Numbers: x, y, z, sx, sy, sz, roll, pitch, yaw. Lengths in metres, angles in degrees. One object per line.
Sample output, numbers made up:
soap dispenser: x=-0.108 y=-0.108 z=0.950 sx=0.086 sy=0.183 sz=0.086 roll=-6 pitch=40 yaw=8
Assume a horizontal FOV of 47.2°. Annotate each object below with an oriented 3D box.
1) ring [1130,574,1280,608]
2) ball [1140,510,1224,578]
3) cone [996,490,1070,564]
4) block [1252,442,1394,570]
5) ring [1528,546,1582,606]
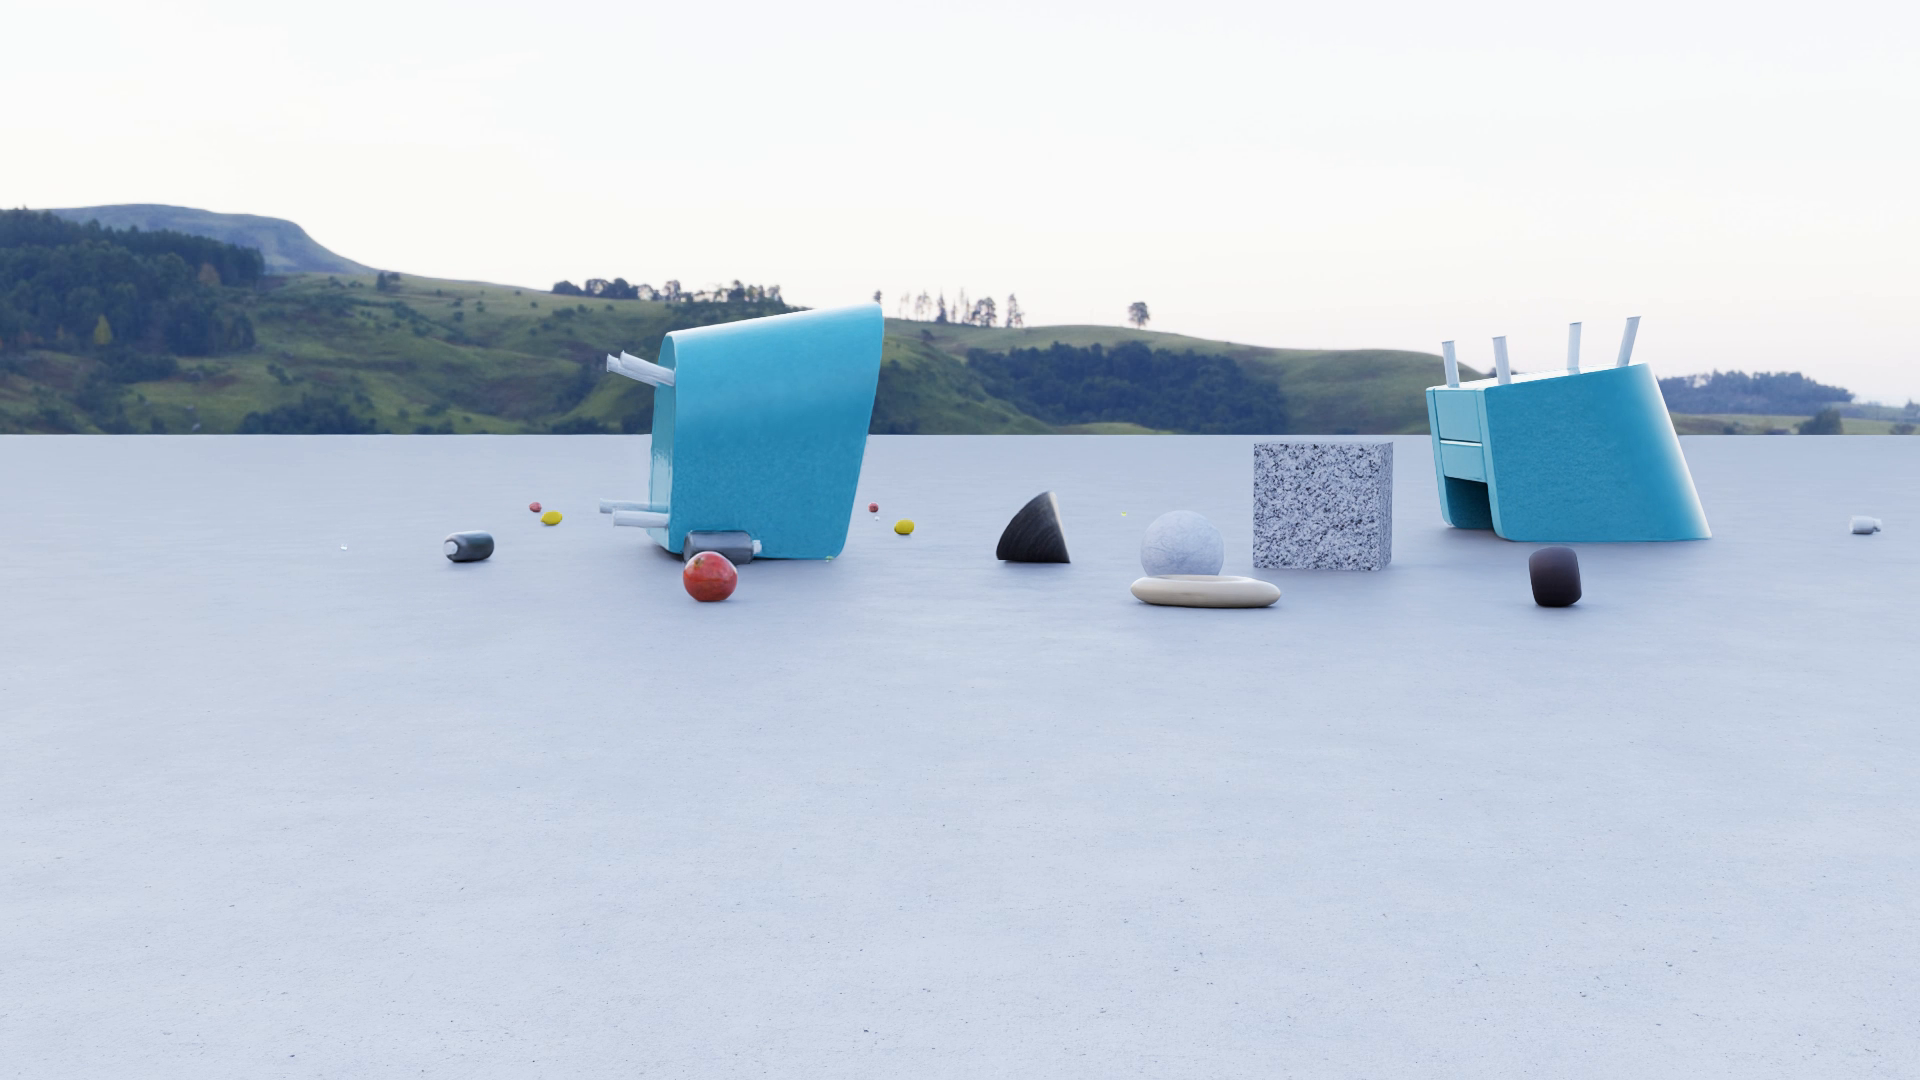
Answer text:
ring: x=0.511 y=0.107 z=4.585 sx=0.322 sy=0.056 sz=0.181 roll=2 pitch=6 yaw=23
ball: x=0.486 y=0.027 z=4.809 sx=0.185 sy=0.185 sz=0.185 roll=0 pitch=4 yaw=0
cone: x=0.229 y=0.011 z=5.692 sx=0.156 sy=0.226 sz=0.291 roll=41 pitch=-3 yaw=16
block: x=0.932 y=-0.093 z=5.627 sx=0.314 sy=0.311 sz=0.310 roll=1 pitch=4 yaw=17
ring: x=1.235 y=0.077 z=4.560 sx=0.095 sy=0.123 sz=0.210 roll=-8 pitch=-11 yaw=17
